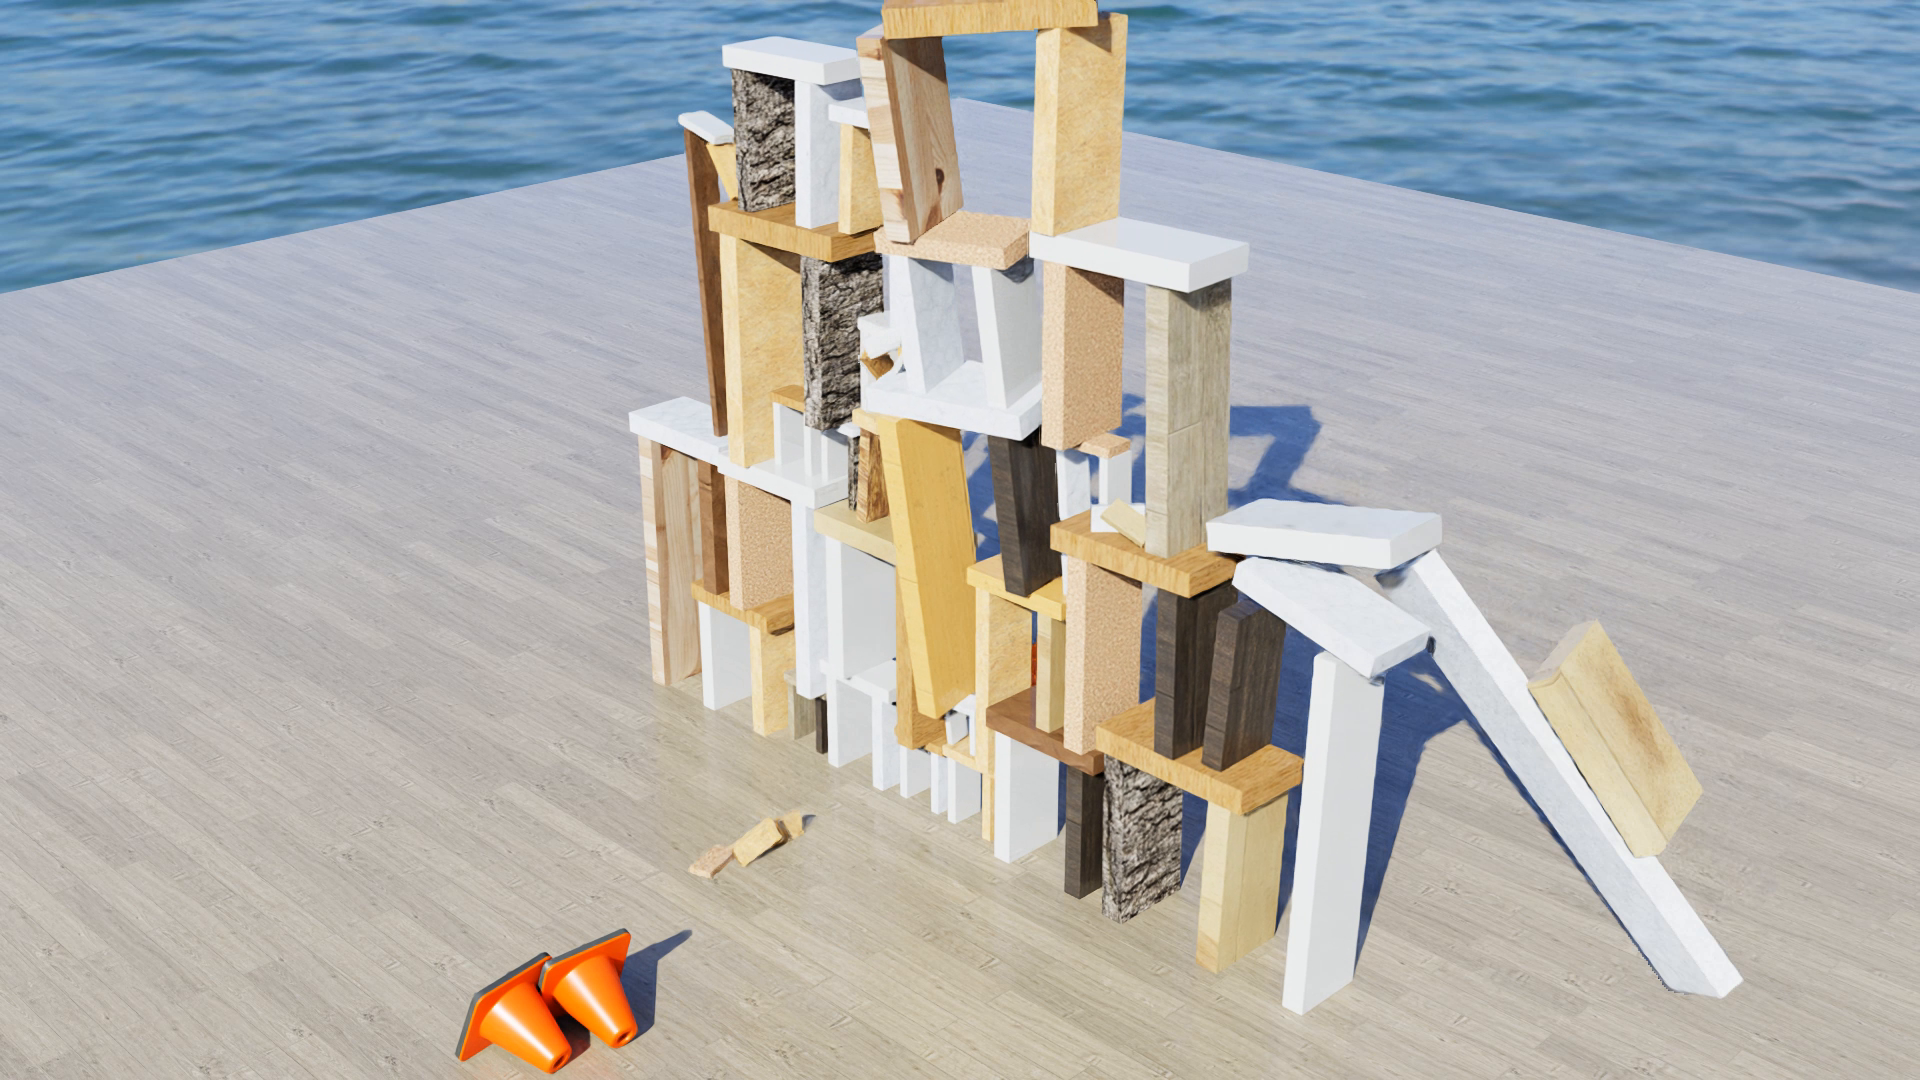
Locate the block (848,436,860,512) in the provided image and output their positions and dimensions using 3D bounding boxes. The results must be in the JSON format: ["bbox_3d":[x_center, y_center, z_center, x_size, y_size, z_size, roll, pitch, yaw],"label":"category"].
[{"bbox_3d":[-0.195,-0.141,4.379,0.059,0.162,0.017,-21,32,-40],"label":"block"}]

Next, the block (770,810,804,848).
[{"bbox_3d":[-0.355,0.574,4.345,0.096,0.048,0.014,-19,21,-38],"label":"block"}]

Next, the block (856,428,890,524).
[{"bbox_3d":[-0.154,-0.139,4.325,0.099,0.197,0.028,-21,36,-40],"label":"block"}]

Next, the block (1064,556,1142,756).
[{"bbox_3d":[0.262,0.189,4.015,0.045,0.386,0.157,21,31,40],"label":"block"}]

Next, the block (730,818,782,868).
[{"bbox_3d":[-0.397,0.587,4.274,0.096,0.048,0.014,-36,28,-21],"label":"block"}]

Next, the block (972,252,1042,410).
[{"bbox_3d":[0.087,-0.377,3.834,0.037,0.265,0.132,13,35,32],"label":"block"}]

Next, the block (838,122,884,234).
[{"bbox_3d":[-0.180,-0.689,4.139,0.030,0.209,0.104,22,32,35],"label":"block"}]

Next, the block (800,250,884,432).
[{"bbox_3d":[-0.227,-0.403,4.300,0.049,0.347,0.173,20,30,39],"label":"block"}]

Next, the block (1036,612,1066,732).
[{"bbox_3d":[0.197,0.229,4.107,0.119,0.238,0.034,-21,31,-40],"label":"block"}]

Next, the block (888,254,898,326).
[{"bbox_3d":[-0.083,-0.570,4.071,0.104,0.375,0.030,-20,29,-38],"label":"block"}]

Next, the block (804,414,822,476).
[{"bbox_3d":[-0.284,-0.202,4.449,0.019,0.132,0.066,21,31,40],"label":"block"}]

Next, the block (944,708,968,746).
[{"bbox_3d":[-0.009,0.357,4.370,0.013,0.093,0.046,19,38,38],"label":"block"}]

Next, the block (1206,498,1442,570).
[{"bbox_3d":[0.606,-0.013,3.674,0.346,0.049,0.173,6,18,39],"label":"block"}]

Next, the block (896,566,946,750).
[{"bbox_3d":[-0.056,0.212,4.364,0.154,0.390,0.044,-21,31,-41],"label":"block"}]

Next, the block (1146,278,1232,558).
[{"bbox_3d":[0.389,-0.221,3.750,0.047,0.483,0.167,18,29,41],"label":"block"}]

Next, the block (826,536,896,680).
[{"bbox_3d":[-0.199,0.116,4.485,0.044,0.308,0.154,21,31,40],"label":"block"}]

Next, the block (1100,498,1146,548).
[{"bbox_3d":[0.297,-0.029,3.836,0.095,0.014,0.048,37,61,23],"label":"block"}]

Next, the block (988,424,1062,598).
[{"bbox_3d":[0.136,-0.079,4.000,0.047,0.330,0.165,17,38,37],"label":"block"}]

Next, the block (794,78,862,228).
[{"bbox_3d":[-0.249,-0.742,4.176,0.039,0.275,0.138,22,31,38],"label":"block"}]

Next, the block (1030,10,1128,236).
[{"bbox_3d":[0.200,-0.700,3.697,0.049,0.347,0.173,22,31,38],"label":"block"}]

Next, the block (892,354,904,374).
[{"bbox_3d":[-0.094,-0.342,3.997,0.013,0.092,0.046,39,56,1],"label":"block"}]

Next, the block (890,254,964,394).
[{"bbox_3d":[-0.058,-0.410,3.928,0.037,0.265,0.132,12,34,31],"label":"block"}]

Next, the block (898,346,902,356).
[{"bbox_3d":[-0.080,-0.300,4.177,0.080,0.160,0.023,-18,30,-37],"label":"block"}]

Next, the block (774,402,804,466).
[{"bbox_3d":[-0.350,-0.225,4.504,0.019,0.132,0.066,20,30,39],"label":"block"}]

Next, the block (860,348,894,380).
[{"bbox_3d":[-0.117,-0.287,4.080,0.013,0.243,0.046,11,66,33],"label":"block"}]

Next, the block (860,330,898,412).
[{"bbox_3d":[-0.152,-0.333,4.253,0.080,0.160,0.023,-16,28,-33],"label":"block"}]

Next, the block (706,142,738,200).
[{"bbox_3d":[-0.453,-0.742,4.392,0.062,0.124,0.018,-19,-8,-38],"label":"block"}]

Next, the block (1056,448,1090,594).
[{"bbox_3d":[0.210,-0.044,3.991,0.018,0.288,0.065,15,27,42],"label":"block"}]

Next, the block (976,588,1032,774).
[{"bbox_3d":[0.084,0.255,4.239,0.034,0.389,0.119,21,31,40],"label":"block"}]

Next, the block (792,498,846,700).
[{"bbox_3d":[-0.274,0.105,4.563,0.042,0.438,0.149,22,31,41],"label":"block"}]

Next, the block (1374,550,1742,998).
[{"bbox_3d":[1.001,0.393,3.699,0.049,0.877,0.173,-36,1,-12],"label":"block"}]

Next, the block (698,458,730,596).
[{"bbox_3d":[-0.485,-0.048,4.735,0.153,0.305,0.043,-21,31,-41],"label":"block"}]

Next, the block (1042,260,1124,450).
[{"bbox_3d":[0.216,-0.340,3.843,0.047,0.335,0.167,19,29,38],"label":"block"}]

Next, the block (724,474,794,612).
[{"bbox_3d":[-0.421,-0.012,4.662,0.149,0.298,0.042,-21,31,-40],"label":"block"}]

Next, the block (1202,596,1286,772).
[{"bbox_3d":[0.495,0.242,3.814,0.042,0.298,0.149,25,33,37],"label":"block"}]

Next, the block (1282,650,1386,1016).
[{"bbox_3d":[0.637,0.486,3.738,0.149,0.684,0.042,-21,32,-41],"label":"block"}]

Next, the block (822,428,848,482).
[{"bbox_3d":[-0.251,-0.183,4.422,0.017,0.119,0.059,22,31,39],"label":"block"}]

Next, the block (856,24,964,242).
[{"bbox_3d":[-0.082,-0.708,3.748,0.049,0.356,0.173,11,34,31],"label":"block"}]

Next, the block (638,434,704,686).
[{"bbox_3d":[-0.629,0.031,4.924,0.043,0.597,0.153,21,31,41],"label":"block"}]

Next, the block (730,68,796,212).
[{"bbox_3d":[-0.375,-0.790,4.290,0.039,0.275,0.138,18,29,39],"label":"block"}]

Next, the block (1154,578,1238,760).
[{"bbox_3d":[0.414,0.214,3.860,0.157,0.315,0.045,-19,29,-38],"label":"block"}]

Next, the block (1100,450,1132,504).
[{"bbox_3d":[0.276,-0.092,3.902,0.065,0.130,0.018,-21,30,-40],"label":"block"}]

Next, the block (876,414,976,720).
[{"bbox_3d":[-0.045,0.027,4.179,0.047,0.647,0.165,18,38,38],"label":"block"}]

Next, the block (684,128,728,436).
[{"bbox_3d":[-0.510,-0.531,4.547,0.062,0.647,0.018,-21,26,-41],"label":"block"}]

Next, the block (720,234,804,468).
[{"bbox_3d":[-0.395,-0.400,4.468,0.049,0.482,0.173,21,31,41],"label":"block"}]

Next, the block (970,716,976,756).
[{"bbox_3d":[0.039,0.375,4.335,0.013,0.093,0.046,19,29,39],"label":"block"}]
